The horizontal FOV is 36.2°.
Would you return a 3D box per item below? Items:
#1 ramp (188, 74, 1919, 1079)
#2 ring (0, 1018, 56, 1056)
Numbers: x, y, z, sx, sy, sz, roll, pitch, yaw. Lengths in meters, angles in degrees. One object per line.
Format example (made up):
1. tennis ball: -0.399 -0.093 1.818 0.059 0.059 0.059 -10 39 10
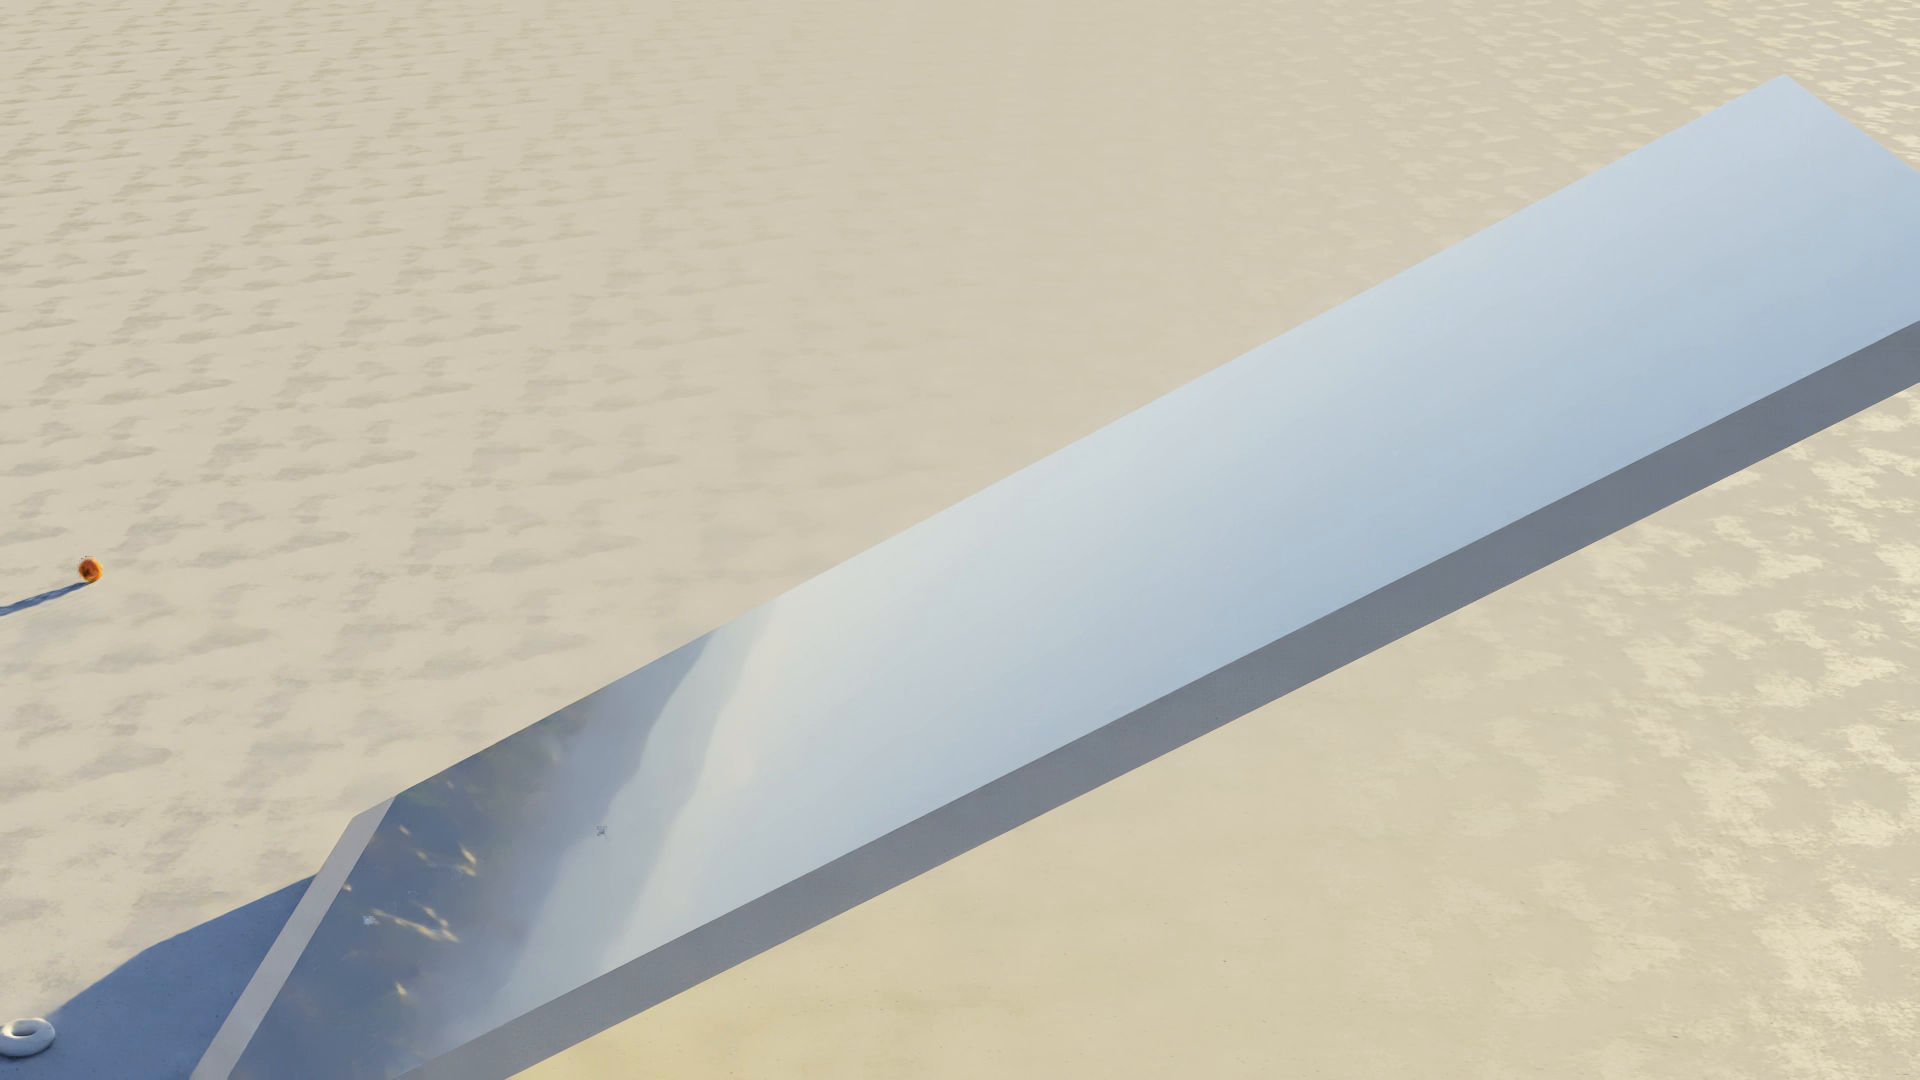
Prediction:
1. ramp: 0.142 0.167 6.283 4.000 0.100 2.000 -27 14 11
2. ring: -2.099 1.116 6.599 0.134 0.045 0.134 1 19 0
